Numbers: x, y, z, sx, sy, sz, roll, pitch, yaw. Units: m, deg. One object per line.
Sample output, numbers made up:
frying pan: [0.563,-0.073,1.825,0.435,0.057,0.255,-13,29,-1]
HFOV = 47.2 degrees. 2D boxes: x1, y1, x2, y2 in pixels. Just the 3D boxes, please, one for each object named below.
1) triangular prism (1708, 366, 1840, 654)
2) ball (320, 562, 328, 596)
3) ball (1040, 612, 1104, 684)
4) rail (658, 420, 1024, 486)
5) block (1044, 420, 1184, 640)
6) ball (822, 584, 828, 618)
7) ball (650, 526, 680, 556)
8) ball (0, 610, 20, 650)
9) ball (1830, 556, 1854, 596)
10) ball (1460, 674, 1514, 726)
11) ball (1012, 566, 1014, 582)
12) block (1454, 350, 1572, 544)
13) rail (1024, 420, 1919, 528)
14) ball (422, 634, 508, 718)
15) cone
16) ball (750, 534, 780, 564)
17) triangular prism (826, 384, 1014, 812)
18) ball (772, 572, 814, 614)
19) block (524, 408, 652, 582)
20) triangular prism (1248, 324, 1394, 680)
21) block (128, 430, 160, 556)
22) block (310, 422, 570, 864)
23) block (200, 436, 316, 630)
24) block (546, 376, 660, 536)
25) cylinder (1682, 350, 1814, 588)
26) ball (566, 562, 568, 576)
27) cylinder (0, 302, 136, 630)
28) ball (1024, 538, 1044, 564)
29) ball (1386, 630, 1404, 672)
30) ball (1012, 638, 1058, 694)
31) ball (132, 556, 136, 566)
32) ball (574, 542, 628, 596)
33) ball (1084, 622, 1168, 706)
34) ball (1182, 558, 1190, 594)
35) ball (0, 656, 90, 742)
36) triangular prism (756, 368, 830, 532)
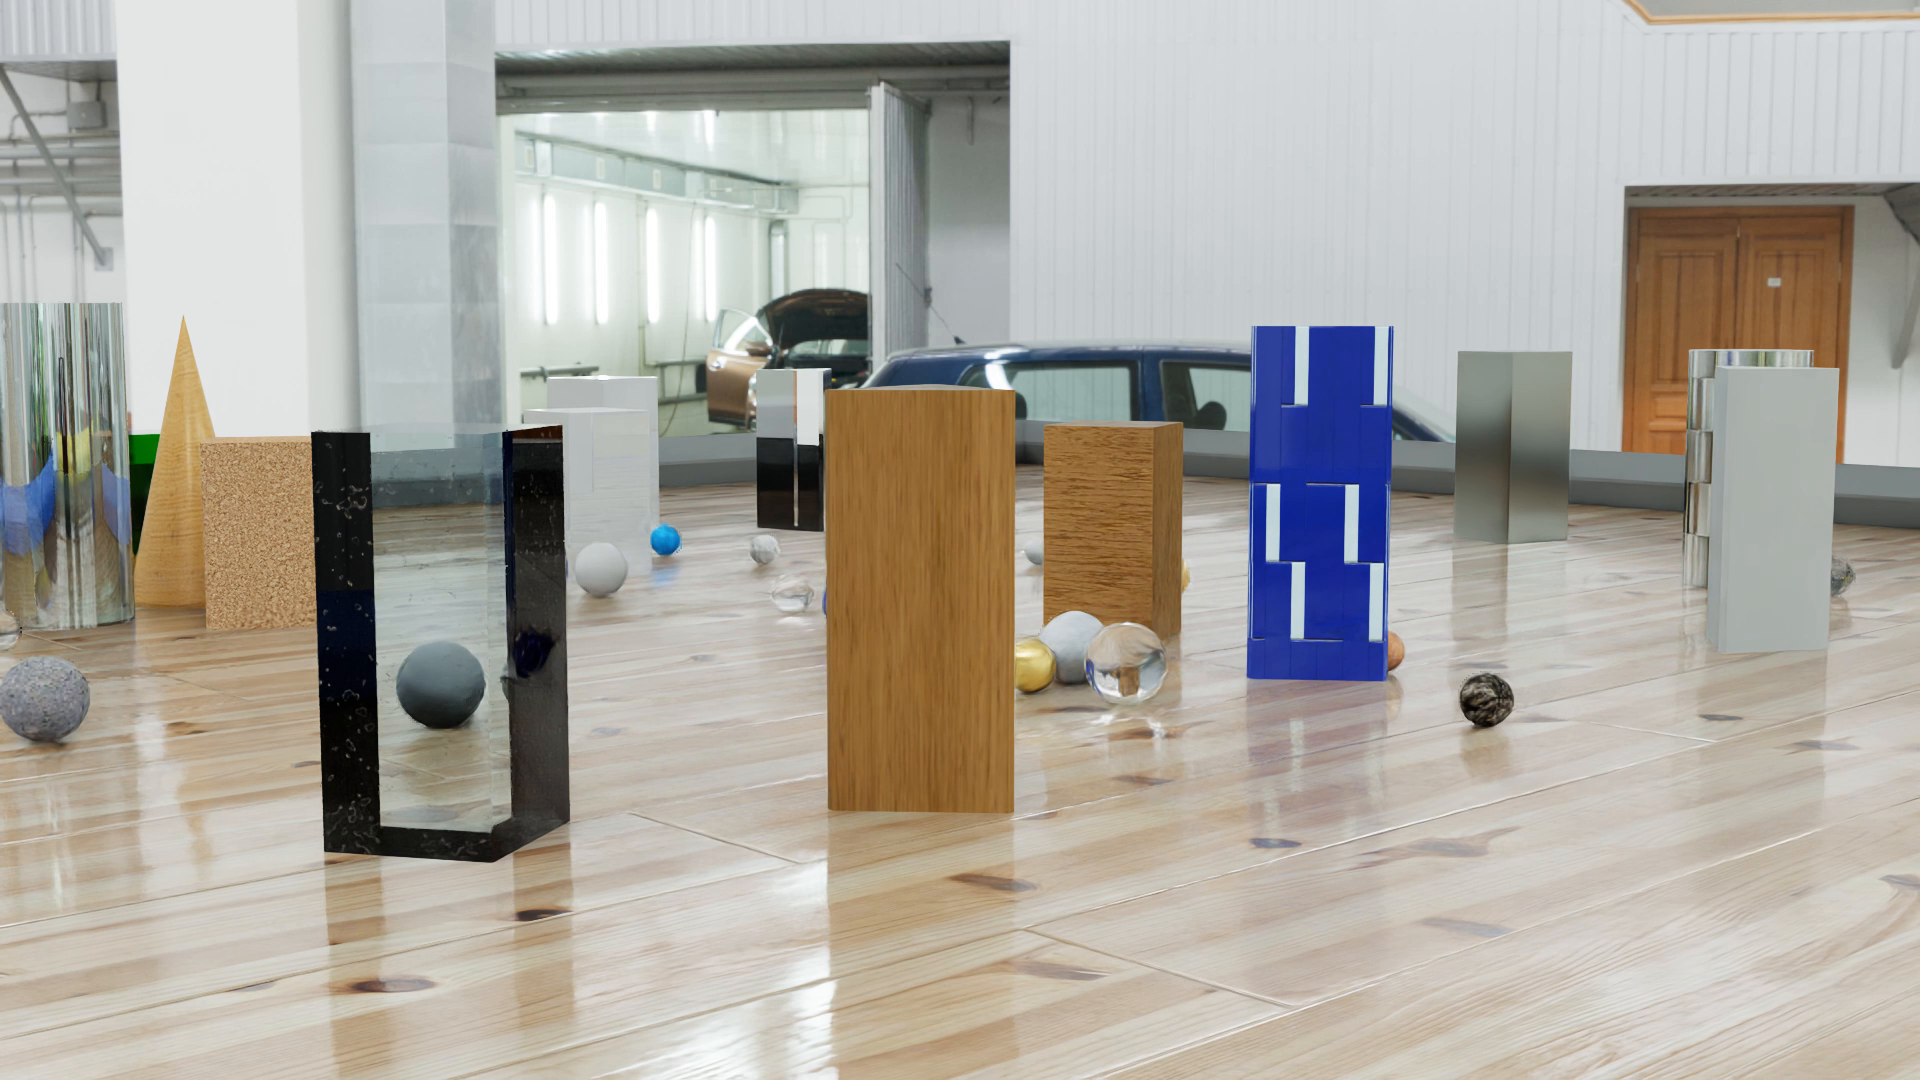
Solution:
triangular prism: [1.041,-0.045,2.912,0.163,0.366,0.141,-2,6,-17]
ball: [-0.980,0.059,3.255,0.086,0.086,0.086,0,6,0]
ball: [0.137,0.127,2.613,0.086,0.086,0.086,0,6,0]
rail: [-1.393,-0.127,4.833,4.331,0.122,0.045,-6,8,-42]
block: [0.208,-0.013,2.980,0.151,0.288,0.151,2,6,20]
ball: [-0.150,0.083,3.016,0.080,0.080,0.080,0,6,0]
ball: [-0.531,0.001,3.962,0.054,0.054,0.054,0,6,0]
ball: [-1.250,0.118,2.857,0.053,0.053,0.053,0,6,0]
ball: [1.344,0.055,3.394,0.064,0.064,0.064,0,6,0]
ball: [0.561,0.170,2.343,0.057,0.057,0.057,0,6,0]
ball: [0.052,0.052,3.419,0.065,0.065,0.065,0,6,0]
block: [1.061,-0.182,4.225,0.151,0.361,0.151,-3,7,-29]
rail: [1.574,-0.121,4.777,0.045,0.122,4.154,-6,8,-42]
ball: [-0.538,0.148,2.390,0.092,0.092,0.092,0,6,0]
cone: [-1.168,-0.124,3.329,0.188,0.435,0.188,0,6,0]
ball: [-0.340,0.016,3.824,0.052,0.052,0.052,0,6,0]
triangular prism: [-0.030,0.048,2.001,0.163,0.373,0.141,0,6,4]
ball: [-0.243,0.077,3.202,0.061,0.061,0.061,0,6,0]
block: [-0.622,-0.080,3.674,0.151,0.274,0.151,-5,8,-39]
triangular prism: [0.437,-0.050,2.687,0.163,0.423,0.141,1,6,7]
block: [-1.390,-0.072,3.806,0.151,0.231,0.151,-4,7,-31]
block: [-0.431,0.079,1.841,0.151,0.345,0.151,2,6,14]
block: [-0.990,-0.014,3.122,0.151,0.259,0.151,-2,6,-15]
block: [-0.697,-0.163,4.300,0.151,0.309,0.151,4,7,35]
cylinder: [1.263,-0.116,3.529,0.188,0.377,0.188,0,6,0]
ball: [-0.651,0.045,3.445,0.074,0.074,0.074,0,6,0]
cylinder: [-1.275,-0.109,3.109,0.188,0.451,0.188,0,6,0]
ball: [0.136,0.019,3.819,0.046,0.046,0.046,0,6,0]
ball: [0.517,0.136,2.689,0.053,0.053,0.053,0,6,0]
ball: [0.081,0.146,2.546,0.063,0.063,0.063,0,6,0]
ball: [-1.285,0.053,3.377,0.065,0.065,0.065,0,6,0]
ball: [-0.556,0.045,3.402,0.083,0.083,0.083,0,6,0]
ball: [0.186,0.139,2.467,0.094,0.094,0.094,0,6,0]
ball: [0.311,0.054,3.343,0.077,0.077,0.077,0,6,0]
ball: [-0.942,0.163,2.262,0.088,0.088,0.088,0,6,0]
triangular prism: [-0.305,-0.186,4.462,0.163,0.320,0.141,4,7,33]
